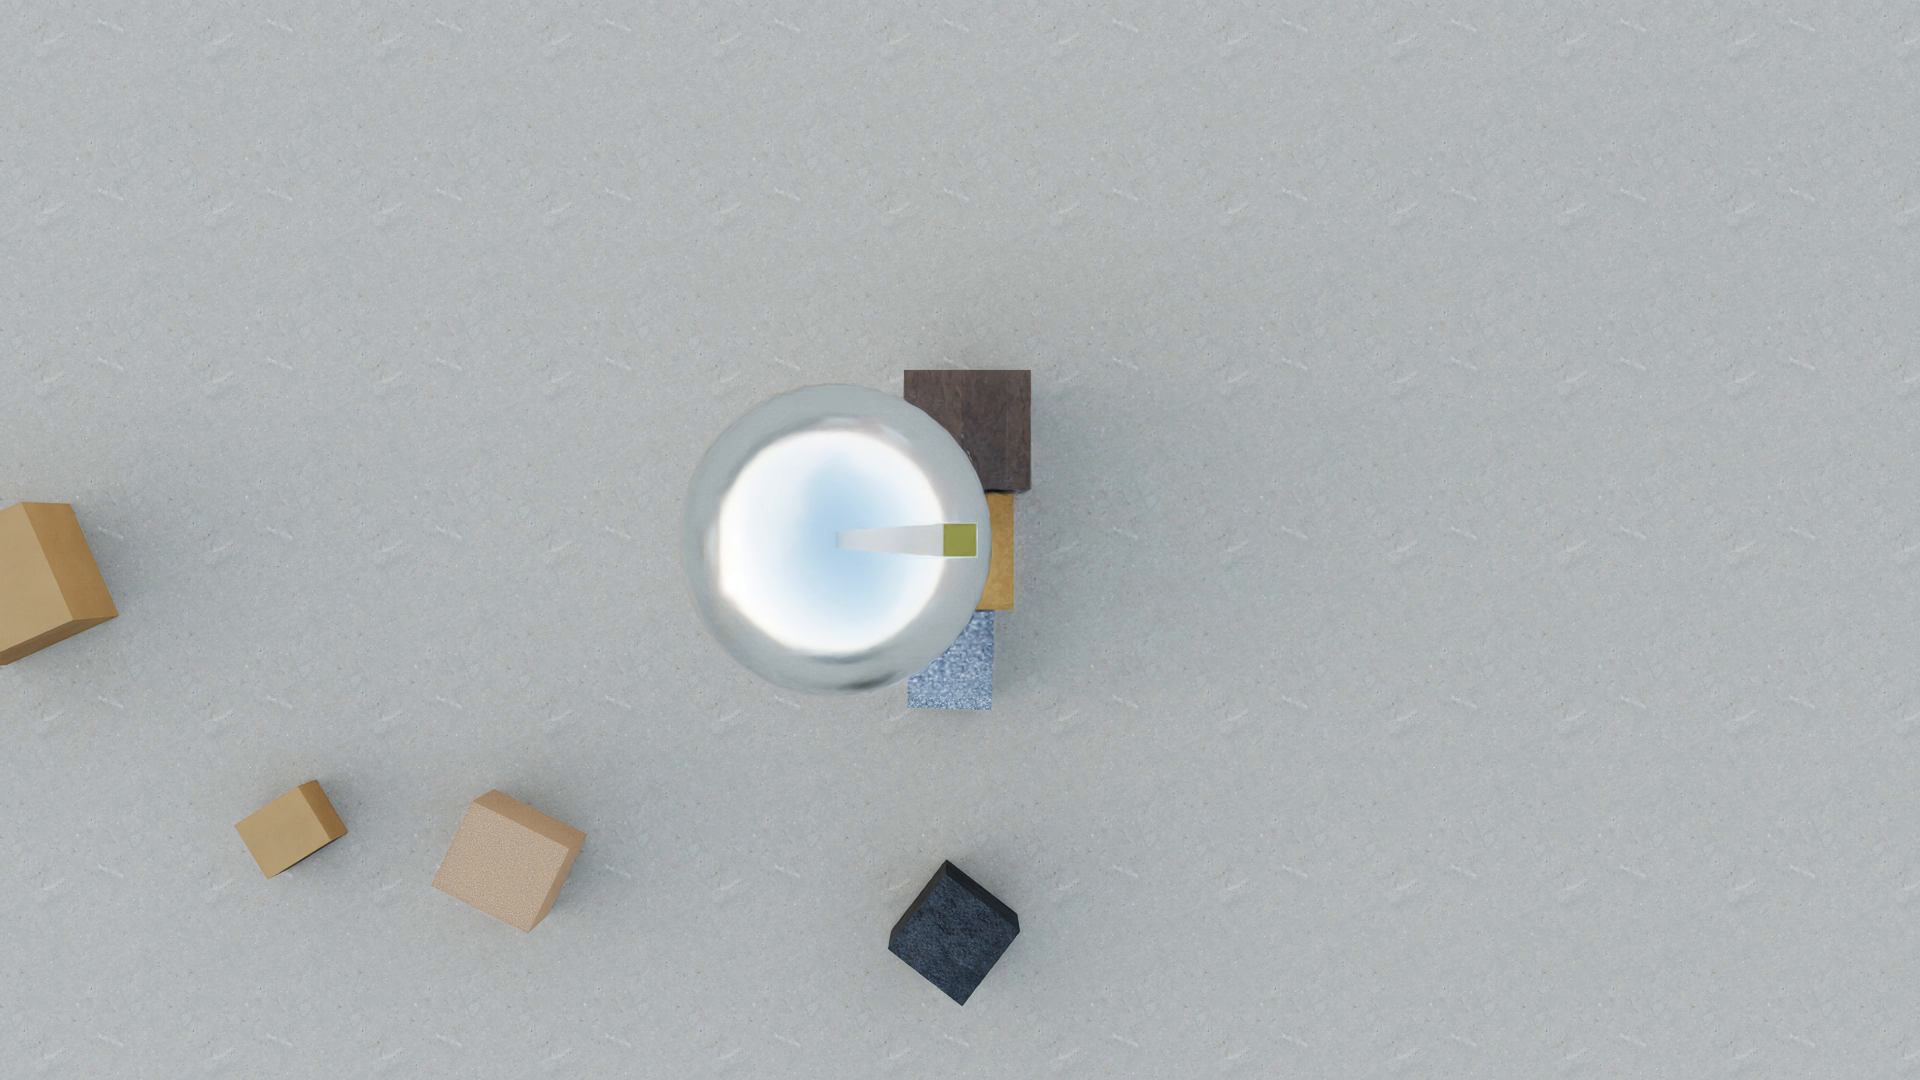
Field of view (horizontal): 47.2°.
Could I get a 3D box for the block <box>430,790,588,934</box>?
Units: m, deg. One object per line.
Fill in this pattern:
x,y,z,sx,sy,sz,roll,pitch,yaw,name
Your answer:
-2.595,1.846,12.703,0.612,0.594,0.533,26,90,0,block

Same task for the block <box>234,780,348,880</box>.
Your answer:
-3.893,1.683,12.818,0.430,0.363,0.368,-32,90,0,block

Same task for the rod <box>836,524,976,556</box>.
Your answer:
-0.274,0.000,7.868,0.080,5.200,0.080,0,90,-6,rod

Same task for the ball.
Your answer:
-0.633,0.000,11.249,1.600,1.600,1.600,0,90,0,ball

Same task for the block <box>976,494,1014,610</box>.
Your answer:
0.009,0.065,12.704,0.587,0.591,0.655,0,90,0,block

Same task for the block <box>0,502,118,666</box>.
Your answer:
-5.446,0.262,12.662,0.722,0.675,0.723,-24,90,0,block

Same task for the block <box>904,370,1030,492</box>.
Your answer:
0.040,-0.615,12.614,0.706,0.773,0.663,0,90,0,block

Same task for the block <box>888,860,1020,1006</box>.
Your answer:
-0.034,2.260,12.707,0.531,0.585,0.535,38,90,0,block

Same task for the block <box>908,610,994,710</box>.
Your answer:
-0.050,0.677,12.711,0.474,0.578,0.553,2,90,0,block
